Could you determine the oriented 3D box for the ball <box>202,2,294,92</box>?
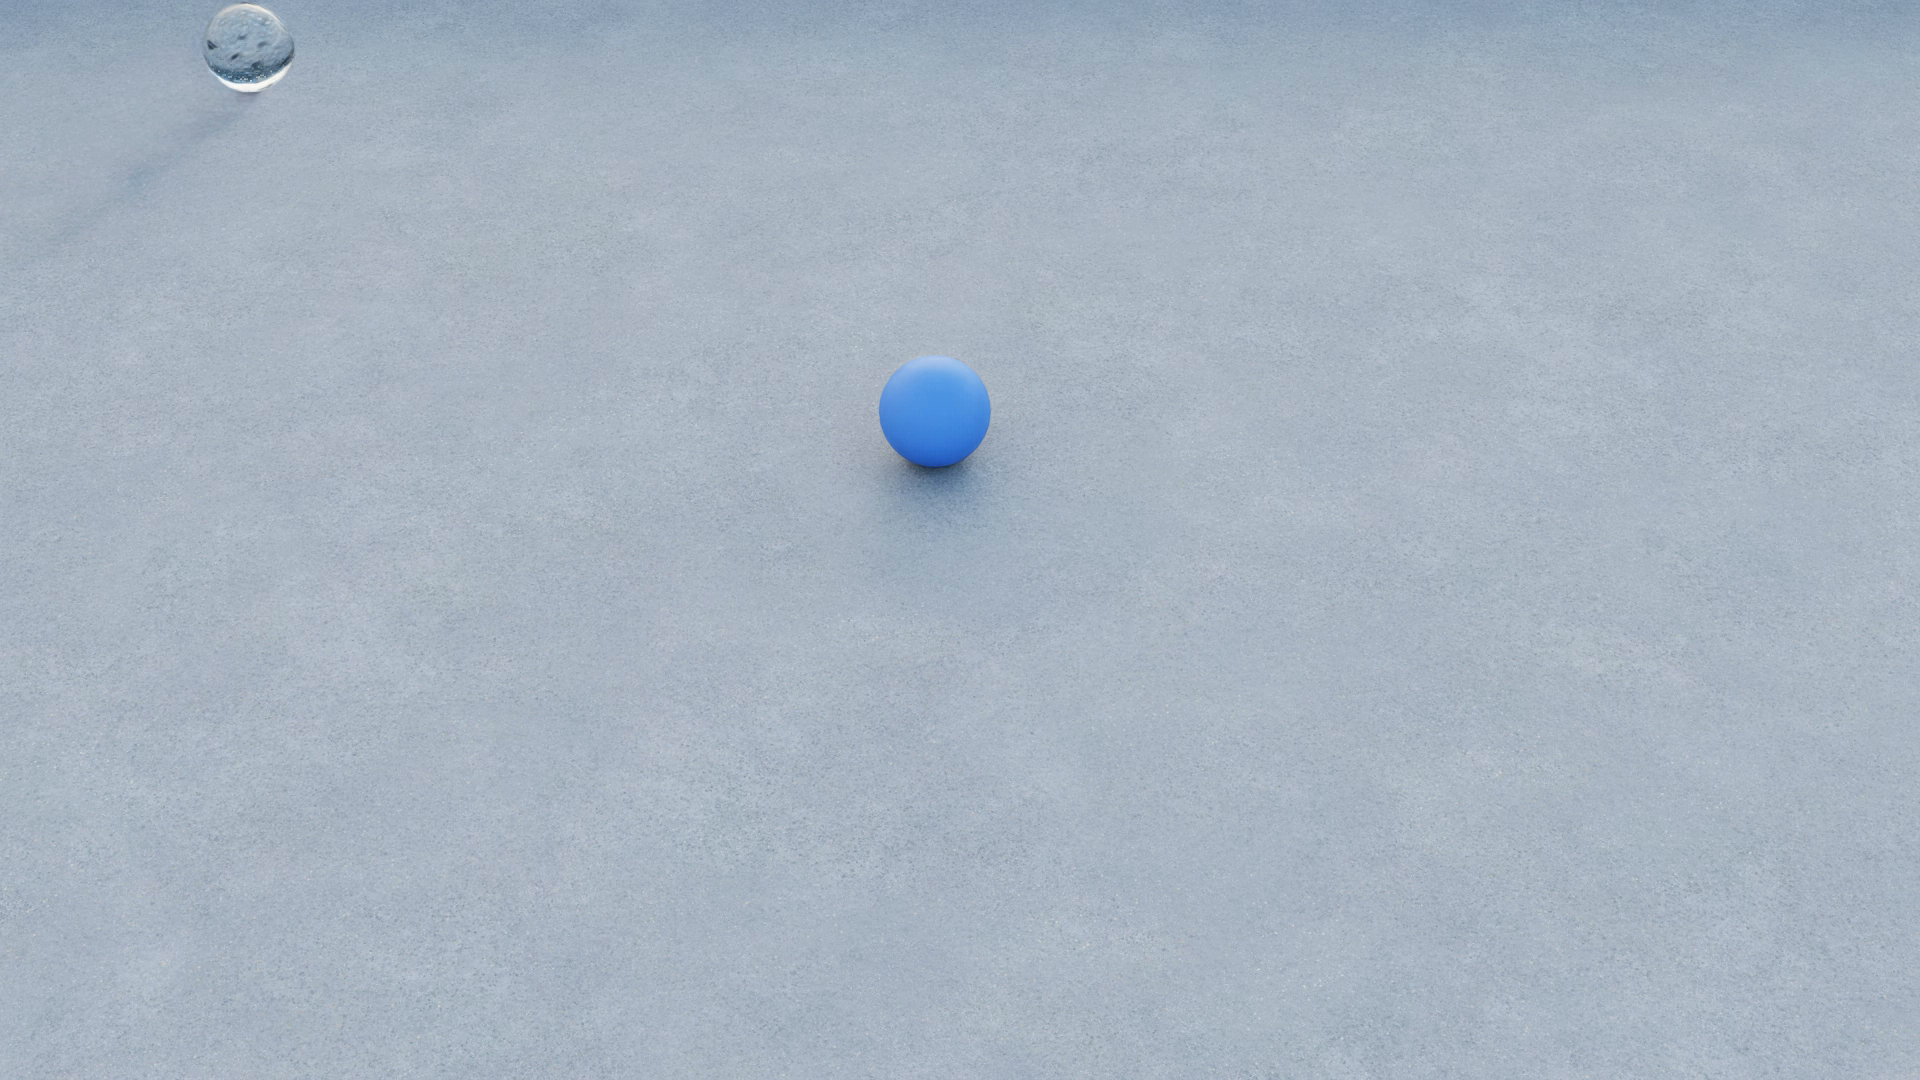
[{"bbox_3d":[-0.598,-0.414,2.154,0.074,0.074,0.074,0,36,0],"label":"ball"}]

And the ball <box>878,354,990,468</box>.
[{"bbox_3d":[-0.017,-0.086,1.710,0.075,0.075,0.075,0,36,0],"label":"ball"}]
